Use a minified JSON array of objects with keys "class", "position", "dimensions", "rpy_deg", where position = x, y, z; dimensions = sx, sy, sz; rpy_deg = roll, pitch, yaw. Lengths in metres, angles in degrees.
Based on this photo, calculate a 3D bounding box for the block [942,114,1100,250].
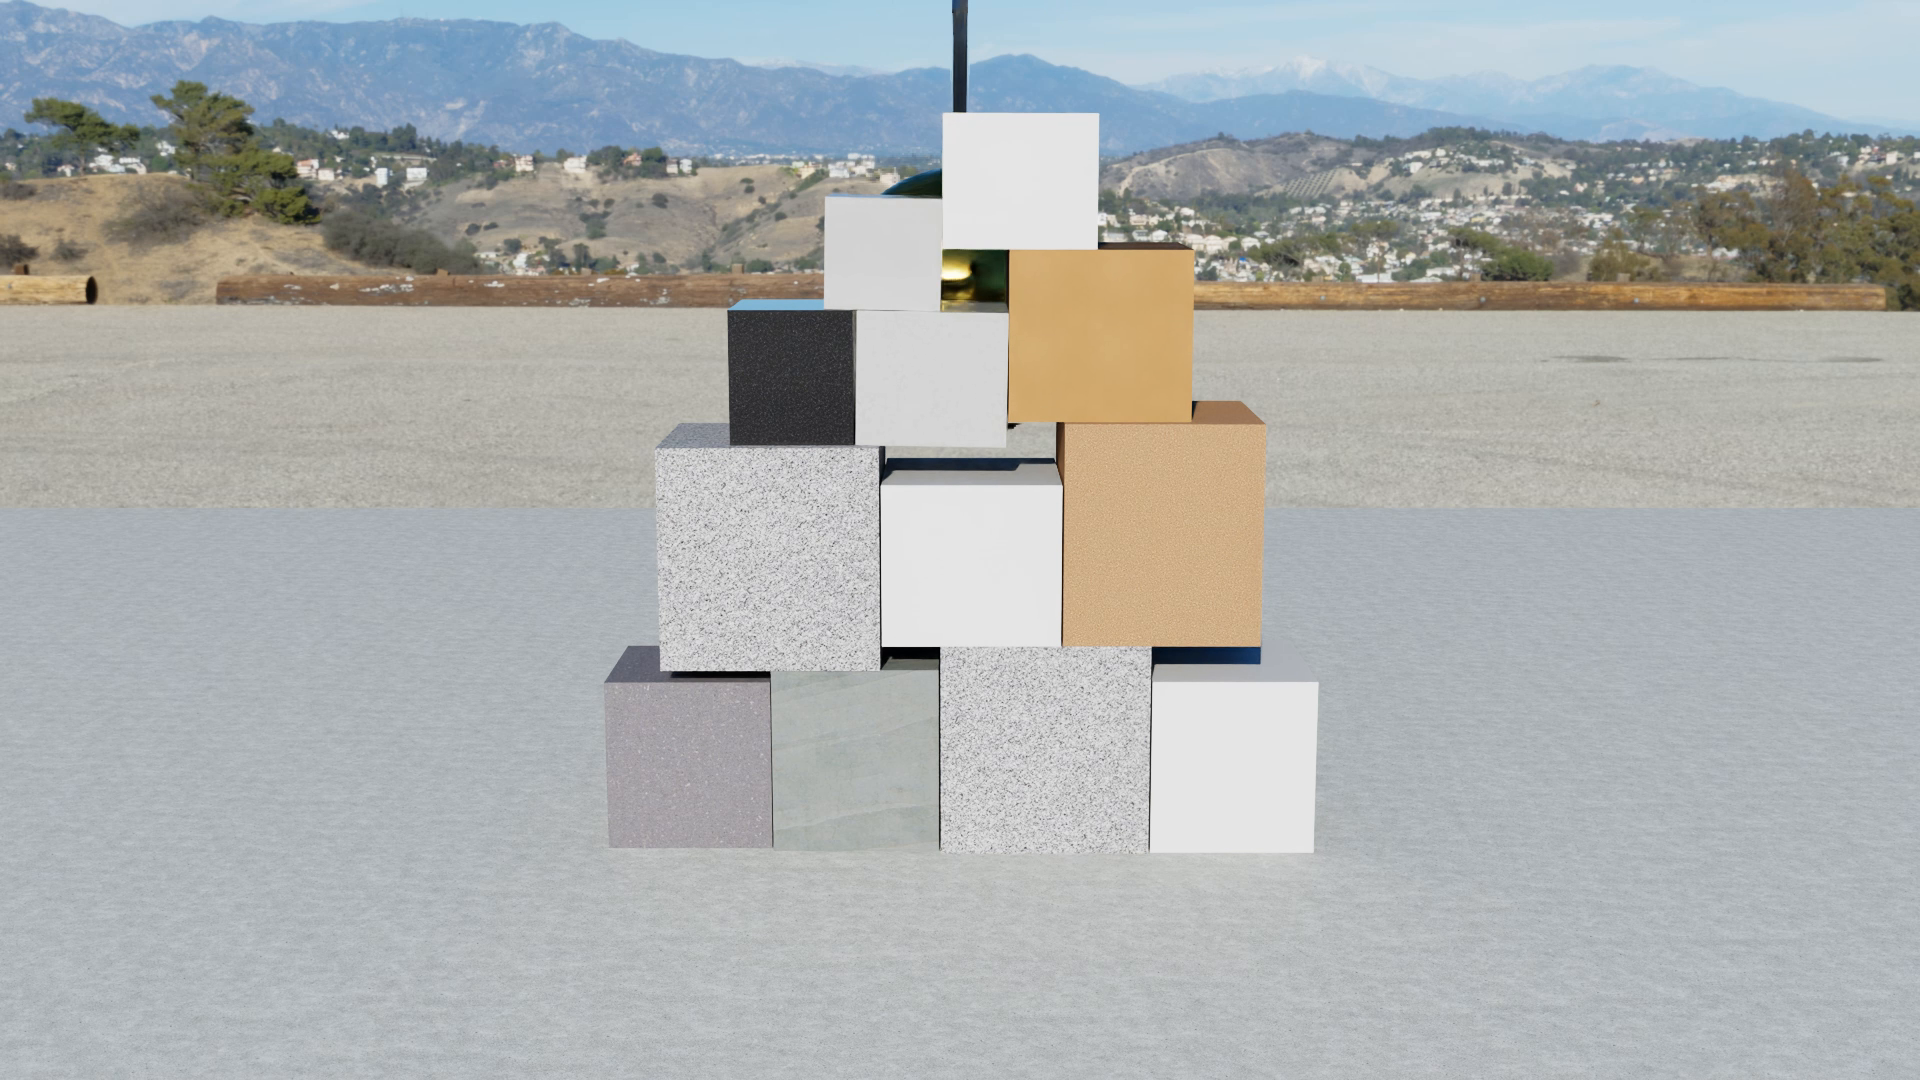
[{"class":"block","position":[0.289,-1.776,10.856],"dimensions":[0.744,0.643,0.715],"rpy_deg":[0,10,0]}]

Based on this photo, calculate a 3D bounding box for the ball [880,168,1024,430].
[{"class":"ball","position":[0.000,-1.400,13.034],"dimensions":[1.600,1.600,1.600],"rpy_deg":[0,10,0]}]

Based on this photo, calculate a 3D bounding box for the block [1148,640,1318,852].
[{"class":"block","position":[1.356,1.048,11.357],"dimensions":[0.816,0.876,0.928],"rpy_deg":[0,10,0]}]

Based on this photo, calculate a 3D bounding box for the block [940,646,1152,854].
[{"class":"block","position":[0.422,0.953,11.368],"dimensions":[1.034,1.058,1.008],"rpy_deg":[0,10,0]}]

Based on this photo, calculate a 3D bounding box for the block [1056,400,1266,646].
[{"class":"block","position":[0.990,-0.105,11.168],"dimensions":[0.969,1.096,0.983],"rpy_deg":[0,10,0]}]

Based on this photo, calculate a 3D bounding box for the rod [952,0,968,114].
[{"class":"rod","position":[0.000,-4.328,11.307],"dimensions":[0.080,5.200,0.080],"rpy_deg":[0,31,0]}]

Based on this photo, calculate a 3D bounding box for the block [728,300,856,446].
[{"class":"block","position":[-0.820,-0.849,11.015],"dimensions":[0.604,0.658,0.722],"rpy_deg":[0,10,0]}]

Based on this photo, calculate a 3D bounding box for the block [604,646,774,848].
[{"class":"block","position":[-1.353,1.055,11.373],"dimensions":[0.822,0.855,0.813],"rpy_deg":[0,10,0]}]

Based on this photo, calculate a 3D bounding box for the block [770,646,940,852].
[{"class":"block","position":[-0.519,1.016,11.376],"dimensions":[0.827,0.930,0.931],"rpy_deg":[0,10,0]}]

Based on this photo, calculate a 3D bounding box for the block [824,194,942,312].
[{"class":"block","position":[-0.371,-1.434,10.913],"dimensions":[0.565,0.537,0.630],"rpy_deg":[1,10,0]}]

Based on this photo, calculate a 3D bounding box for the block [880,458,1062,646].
[{"class":"block","position":[0.056,0.045,11.169],"dimensions":[0.878,0.799,0.943],"rpy_deg":[0,10,0]}]

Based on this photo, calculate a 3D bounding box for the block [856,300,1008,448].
[{"class":"block","position":[-0.136,-0.847,11.043],"dimensions":[0.734,0.654,0.778],"rpy_deg":[1,10,0]}]

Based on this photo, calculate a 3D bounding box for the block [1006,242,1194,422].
[{"class":"block","position":[0.680,-1.054,11.003],"dimensions":[0.887,0.830,0.821],"rpy_deg":[0,10,0]}]

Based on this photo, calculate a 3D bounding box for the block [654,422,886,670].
[{"class":"block","position":[-0.934,0.014,11.198],"dimensions":[1.082,1.105,0.968],"rpy_deg":[0,10,0]}]
